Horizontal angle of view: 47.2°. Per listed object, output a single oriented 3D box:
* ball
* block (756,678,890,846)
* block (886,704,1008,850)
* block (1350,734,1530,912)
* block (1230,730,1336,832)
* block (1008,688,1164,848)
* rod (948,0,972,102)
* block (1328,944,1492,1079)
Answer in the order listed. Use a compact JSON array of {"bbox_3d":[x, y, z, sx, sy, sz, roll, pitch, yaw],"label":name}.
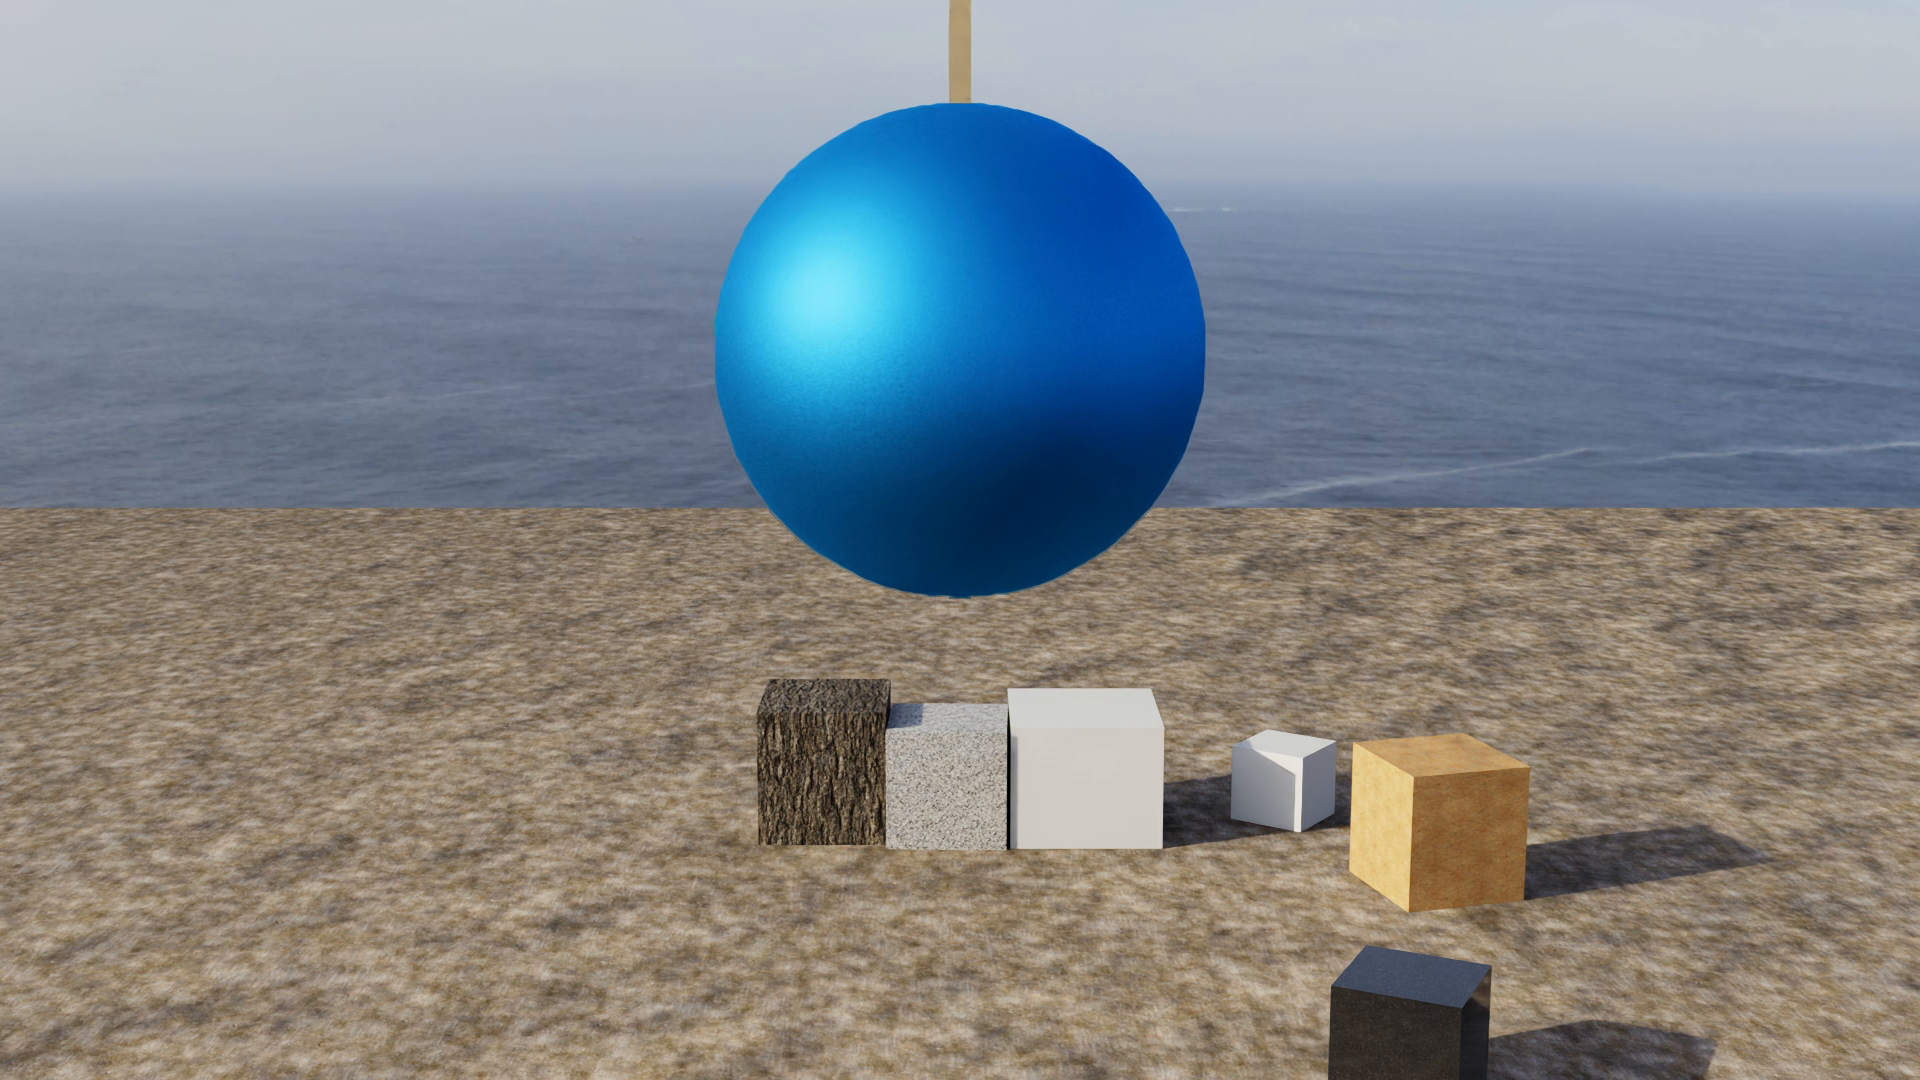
[{"bbox_3d":[0.000,-0.612,7.163,1.600,1.600,1.600,0,10,0],"label":"ball"},{"bbox_3d":[-0.692,1.138,11.381,0.646,0.688,0.704,0,10,0],"label":"block"},{"bbox_3d":[-0.060,1.204,11.256,0.603,0.605,0.581,0,10,2],"label":"block"},{"bbox_3d":[2.266,1.330,10.439,0.596,0.648,0.613,-3,11,-16],"label":"block"},{"bbox_3d":[1.699,1.259,11.541,0.405,0.394,0.398,7,13,34],"label":"block"},{"bbox_3d":[0.634,1.170,11.372,0.763,0.628,0.790,0,10,0],"label":"block"},{"bbox_3d":[0.000,-3.570,8.839,0.080,5.200,0.080,0,-30,0],"label":"rod"},{"bbox_3d":[1.668,1.837,8.148,0.479,0.471,0.459,5,11,26],"label":"block"}]
